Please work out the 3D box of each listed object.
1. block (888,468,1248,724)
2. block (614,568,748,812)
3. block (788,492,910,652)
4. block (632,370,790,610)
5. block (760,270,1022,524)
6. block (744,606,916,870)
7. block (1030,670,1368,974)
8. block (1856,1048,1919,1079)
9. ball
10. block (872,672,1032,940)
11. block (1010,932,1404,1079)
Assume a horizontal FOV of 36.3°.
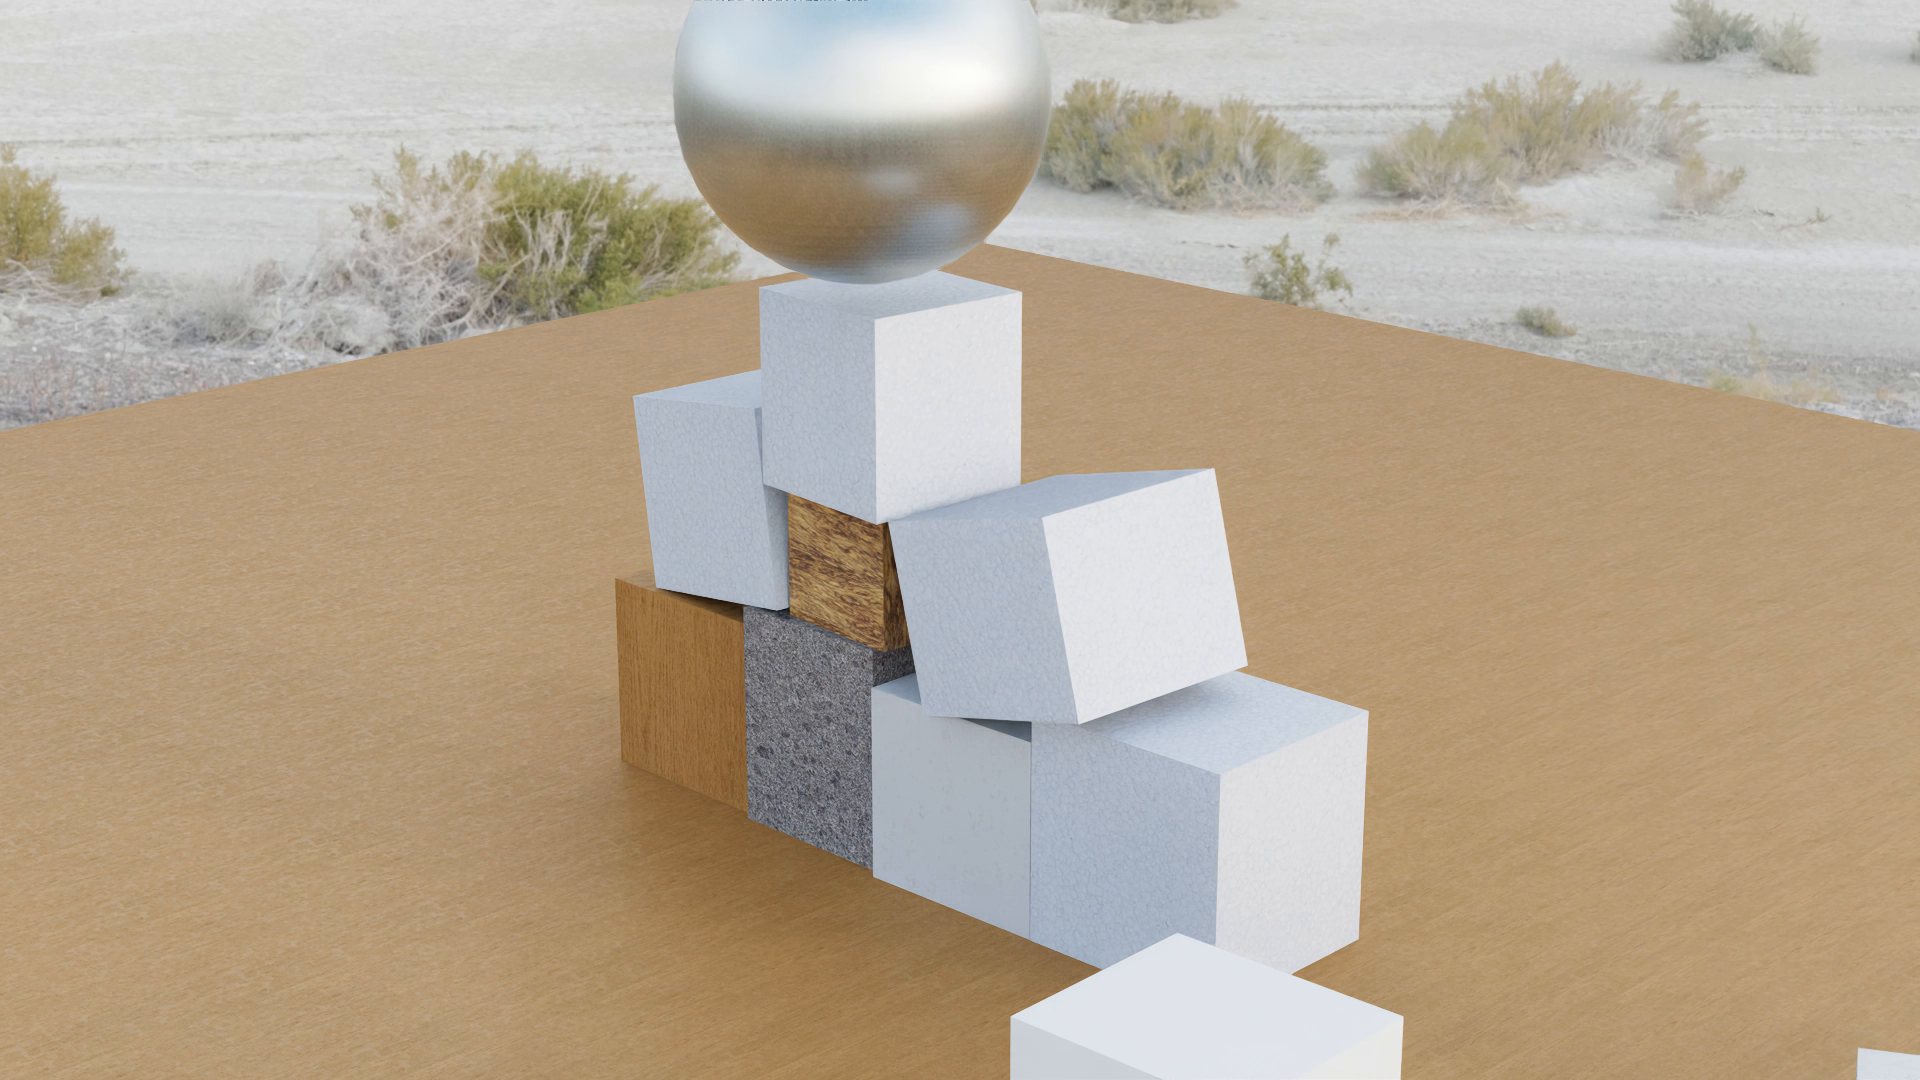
[{"bbox_3d":[0.464,0.230,12.677,0.987,0.868,1.036,-16,9,-38],"label":"block"},{"bbox_3d":[-1.039,0.663,14.620,0.884,0.968,1.009,-17,24,-42],"label":"block"},{"bbox_3d":[-0.284,0.034,13.537,0.752,0.669,0.682,-15,23,-39],"label":"block"},{"bbox_3d":[-0.866,-0.278,14.179,0.918,0.954,0.999,-15,15,-38],"label":"block"},{"bbox_3d":[-0.311,-0.678,13.165,0.831,0.913,0.828,-14,22,-38],"label":"block"},{"bbox_3d":[-0.359,0.814,13.962,0.980,1.074,0.884,-17,24,-42],"label":"block"},{"bbox_3d":[1.023,1.237,12.635,1.028,1.064,1.000,16,24,41],"label":"block"},{"bbox_3d":[3.405,2.223,10.256,0.566,0.609,0.604,5,18,16],"label":"block"},{"bbox_3d":[-0.411,-1.877,12.321,1.600,1.600,1.600,0,17,0],"label":"ball"},{"bbox_3d":[0.295,1.097,13.318,0.970,0.921,0.989,16,24,41],"label":"block"},{"bbox_3d":[0.836,2.083,10.072,0.977,0.986,0.901,15,23,40],"label":"block"}]
